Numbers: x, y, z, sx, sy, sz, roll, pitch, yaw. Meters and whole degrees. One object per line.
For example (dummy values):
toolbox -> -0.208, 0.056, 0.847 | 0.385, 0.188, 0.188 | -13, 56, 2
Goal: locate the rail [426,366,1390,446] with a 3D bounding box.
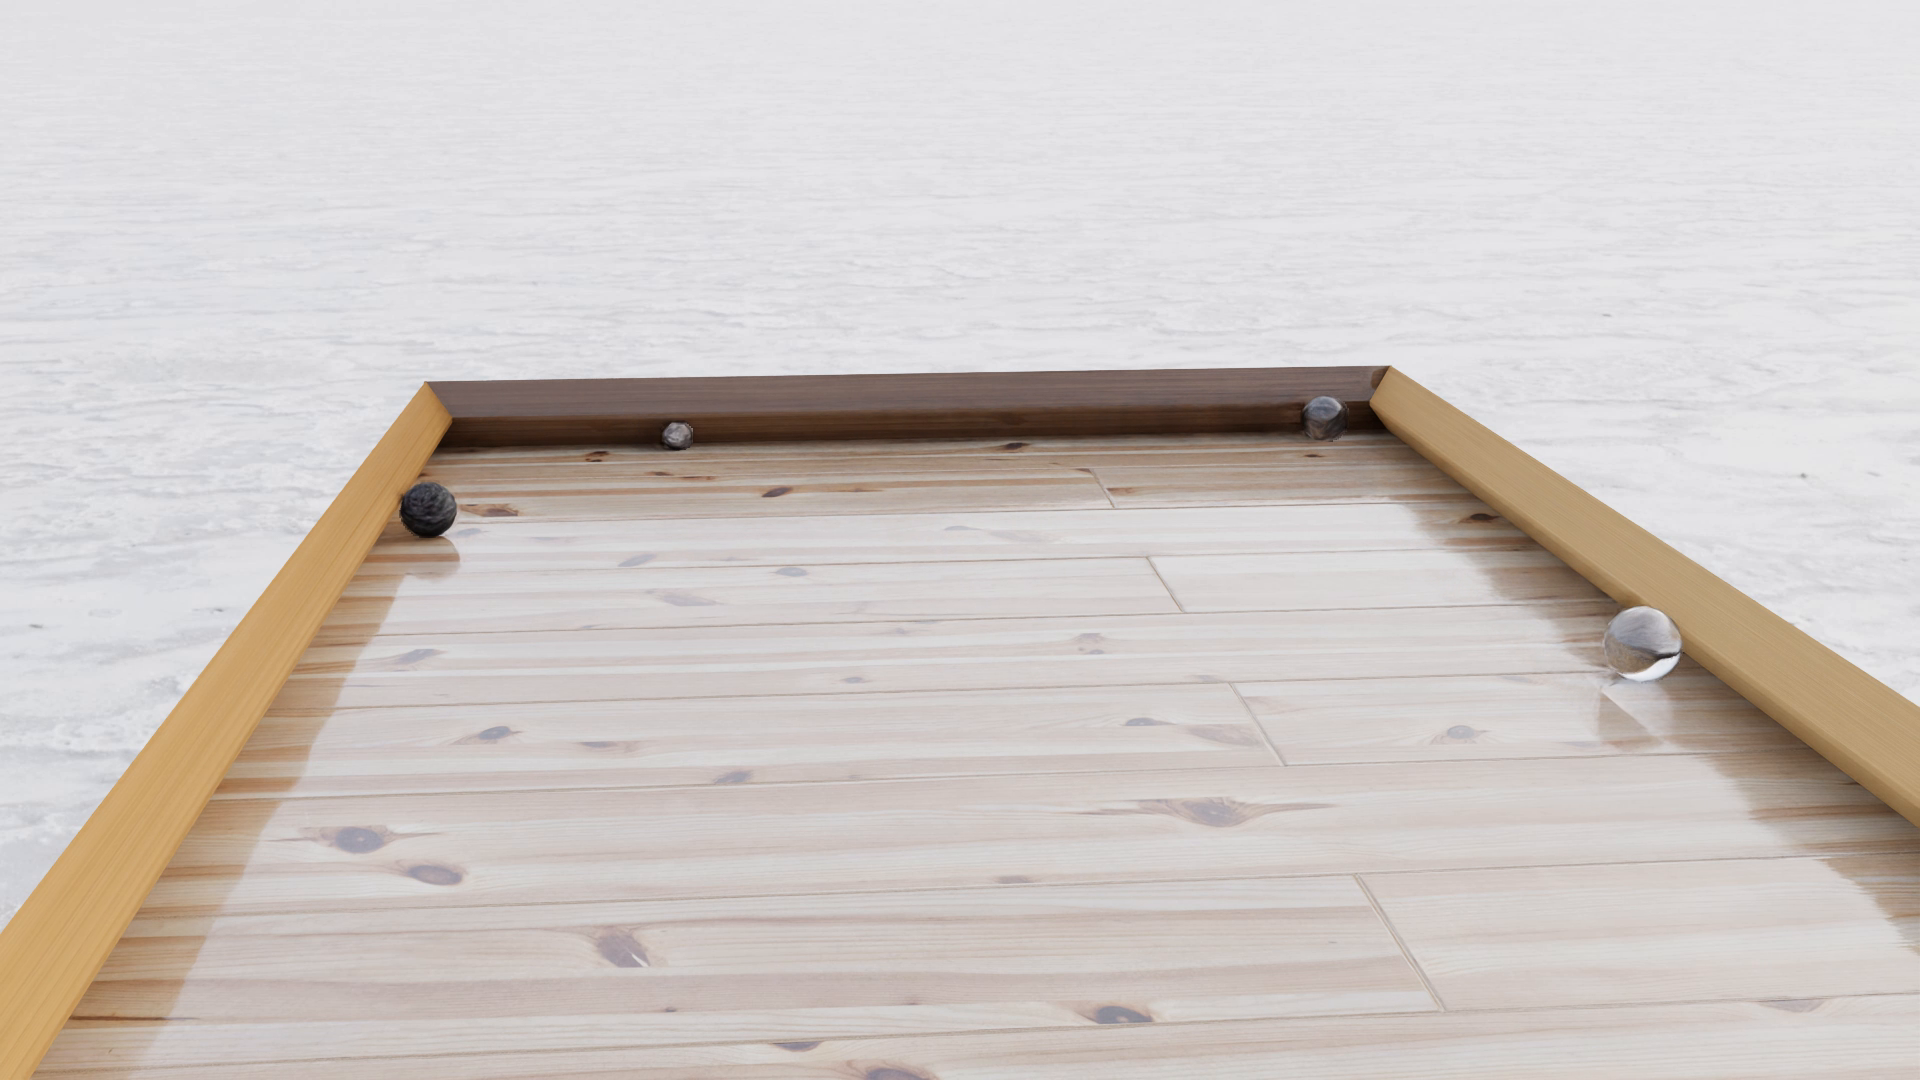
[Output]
rail -> -0.065, -0.206, 3.439 | 1.520, 0.103, 0.045 | -1, 15, -5

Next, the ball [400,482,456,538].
ball -> -0.696, -0.040, 2.880 | 0.072, 0.072, 0.072 | 0, 15, 0

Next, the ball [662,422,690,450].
ball -> -0.436, -0.160, 3.388 | 0.043, 0.043, 0.043 | 0, 15, 0

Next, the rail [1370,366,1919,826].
rail -> 0.801, 0.153, 2.091 | 0.045, 0.103, 2.982 | -1, 15, -5

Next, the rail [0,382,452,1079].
rail -> -0.666, 0.188, 1.962 | 0.045, 0.103, 2.982 | -1, 15, -5

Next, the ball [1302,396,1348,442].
ball -> 0.570, -0.190, 3.446 | 0.071, 0.071, 0.071 | 0, 15, 0

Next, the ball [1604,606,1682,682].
ball -> 0.716, 0.109, 2.306 | 0.079, 0.079, 0.079 | 0, 15, 0
